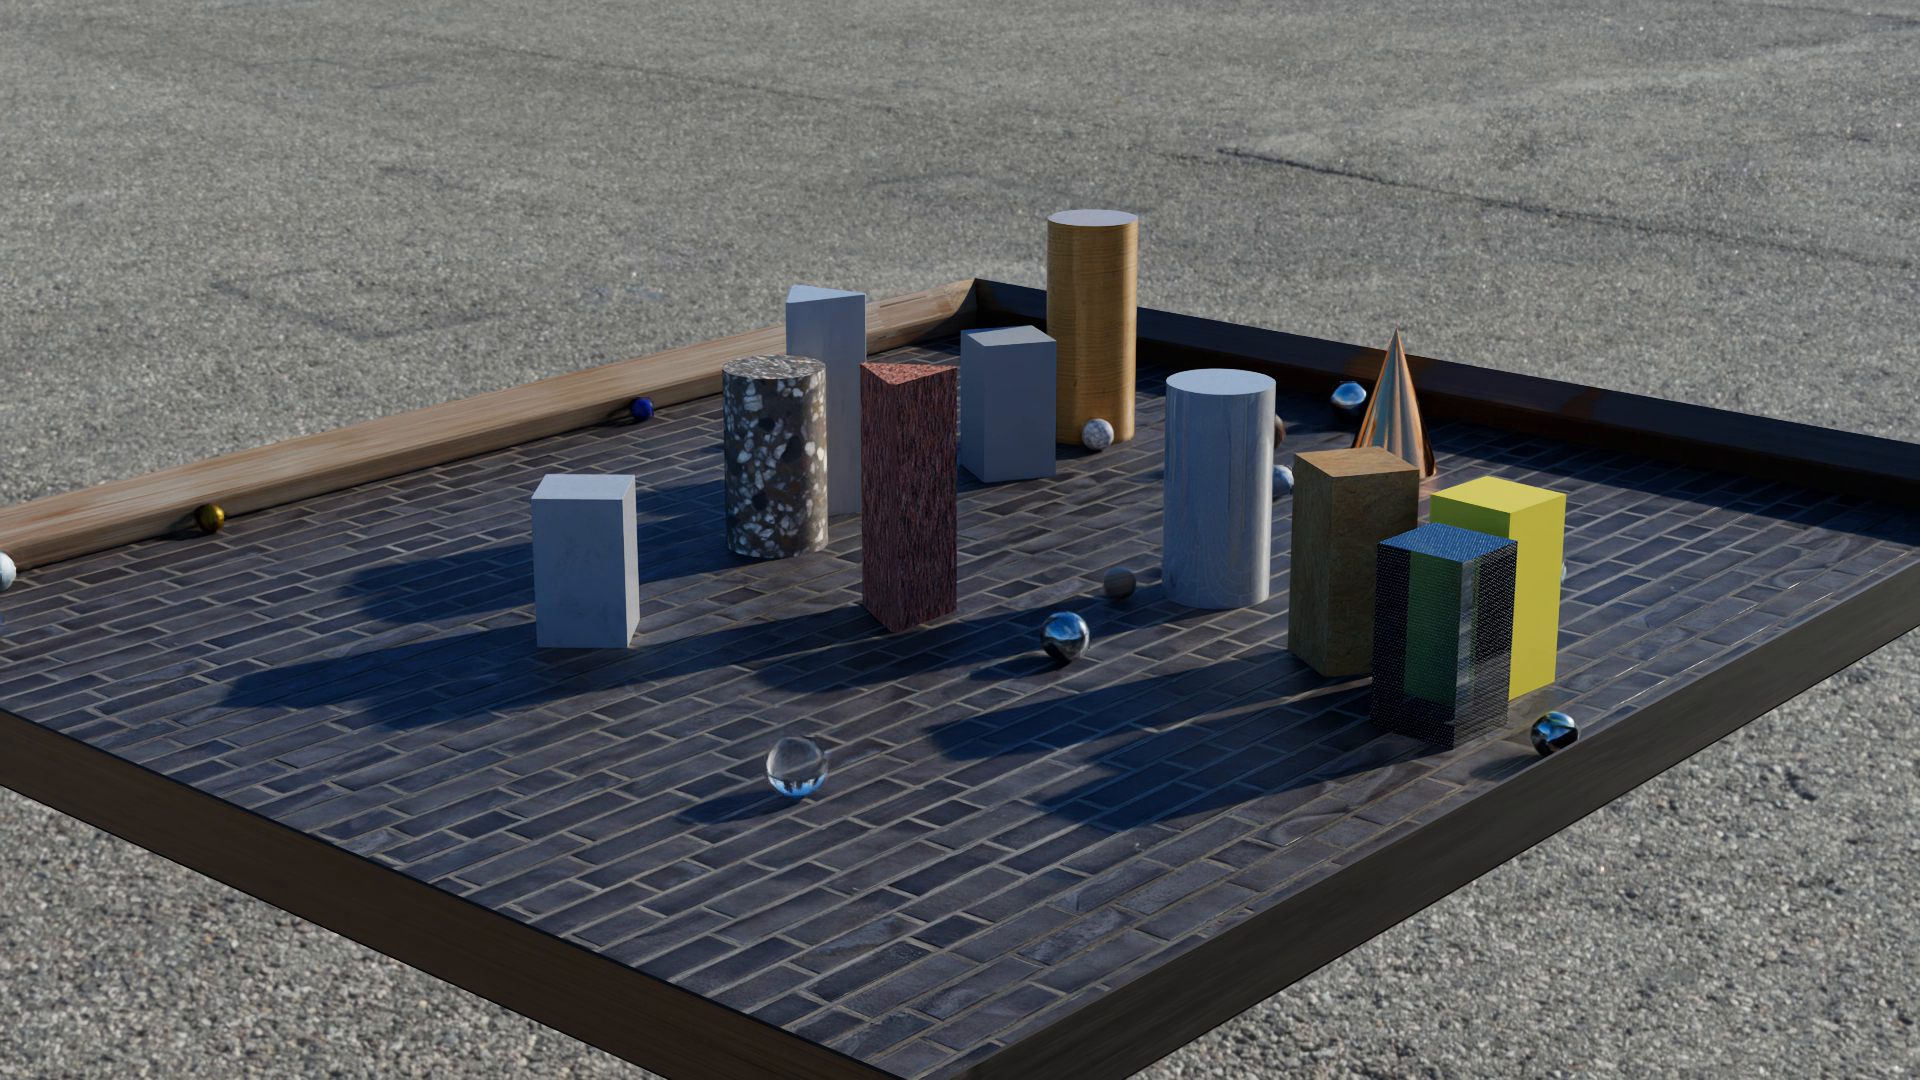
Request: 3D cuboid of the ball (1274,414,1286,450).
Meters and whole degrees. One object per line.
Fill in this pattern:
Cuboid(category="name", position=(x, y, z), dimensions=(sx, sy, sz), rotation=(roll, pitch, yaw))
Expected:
Cuboid(category="ball", position=(0.622, -0.221, 6.010), dimensions=(0.091, 0.091, 0.091), rotation=(0, 17, 0))

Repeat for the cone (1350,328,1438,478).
Cuboid(category="cone", position=(0.869, -0.285, 5.875), dimensions=(0.188, 0.291, 0.188), rotation=(0, 17, 0))

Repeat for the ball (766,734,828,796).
Cuboid(category="ball", position=(-0.234, 0.324, 4.210), dimensions=(0.089, 0.089, 0.089), rotation=(0, 17, 0))

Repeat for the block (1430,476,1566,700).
Cuboid(category="block", position=(0.844, 0.077, 4.643), dimensions=(0.150, 0.311, 0.150), rotation=(-16, 23, -42))

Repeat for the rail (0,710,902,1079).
Cuboid(category="rail", position=(-1.040, 0.377, 3.975), dimensions=(2.700, 0.122, 0.045), rotation=(14, 22, 39))

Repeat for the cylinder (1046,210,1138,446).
Cuboid(category="cylinder", position=(0.274, -0.443, 6.106), dimensions=(0.188, 0.461, 0.188), rotation=(0, 17, 0))

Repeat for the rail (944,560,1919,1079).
Cuboid(category="rail", position=(1.001, 0.282, 4.289), dimensions=(0.045, 0.122, 3.219), rotation=(14, 22, 39))

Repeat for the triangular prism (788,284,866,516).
Cuboid(category="triangular prism", position=(-0.282, -0.267, 5.589), dimensions=(0.163, 0.422, 0.141), rotation=(-9, 19, -27))

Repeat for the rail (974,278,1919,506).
Cuboid(category="rail", position=(1.040, -0.316, 6.267), dimensions=(2.700, 0.122, 0.045), rotation=(14, 22, 39))

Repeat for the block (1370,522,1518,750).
Cuboid(category="block", position=(0.734, 0.143, 4.454), dimensions=(0.150, 0.294, 0.150), rotation=(15, 22, 40))

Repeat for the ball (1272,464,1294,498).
Cuboid(category="ball", position=(0.618, -0.115, 5.708), dimensions=(0.064, 0.064, 0.064), rotation=(0, 17, 0))

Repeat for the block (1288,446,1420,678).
Cuboid(category="block", position=(0.635, 0.034, 4.748), dimensions=(0.150, 0.334, 0.150), rotation=(-5, 18, -17))

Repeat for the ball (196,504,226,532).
Cuboid(category="ball", position=(-1.400, -0.040, 5.478), dimensions=(0.052, 0.052, 0.052), rotation=(0, 17, 0))

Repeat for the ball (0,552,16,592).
Cuboid(category="ball", position=(-1.689, 0.055, 5.121), dimensions=(0.077, 0.077, 0.077), rotation=(0, 17, 0))

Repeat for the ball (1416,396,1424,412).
Cuboid(category="ball", position=(0.968, -0.288, 6.297), dimensions=(0.052, 0.052, 0.052), rotation=(0, 17, 0))

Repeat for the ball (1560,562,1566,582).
Cuboid(category="ball", position=(1.041, 0.055, 5.164), dimensions=(0.052, 0.052, 0.052), rotation=(0, 17, 0))

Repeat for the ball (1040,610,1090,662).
Cuboid(category="ball", position=(0.171, 0.156, 4.778), dimensions=(0.082, 0.082, 0.082), rotation=(0, 17, 0))

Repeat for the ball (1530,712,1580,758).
Cuboid(category="ball", position=(0.884, 0.290, 4.353), dimensions=(0.071, 0.071, 0.071), rotation=(0, 17, 0))

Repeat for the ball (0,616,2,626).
Cuboid(category="ball", position=(-1.629, 0.133, 4.832), dimensions=(0.094, 0.094, 0.094), rotation=(0, 17, 0))

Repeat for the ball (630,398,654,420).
Cuboid(category="ball", position=(-0.681, -0.279, 6.275), dimensions=(0.048, 0.048, 0.048), rotation=(0, 17, 0))

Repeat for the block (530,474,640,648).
Cuboid(category="block", position=(-0.622, 0.034, 4.881), dimensions=(0.150, 0.256, 0.150), rotation=(0, 17, 2))

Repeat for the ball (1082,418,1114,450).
Cuboid(category="ball", position=(0.283, -0.217, 6.039), dimensions=(0.067, 0.067, 0.067), rotation=(0, 17, 0))

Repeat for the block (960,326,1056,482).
Cuboid(category="block", position=(0.096, -0.273, 5.862), dimensions=(0.150, 0.277, 0.150), rotation=(-5, 18, -17))

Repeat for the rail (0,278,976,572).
Cuboid(category="rail", position=(-1.001, -0.221, 5.953), dimensions=(0.045, 0.122, 3.219), rotation=(14, 22, 39))

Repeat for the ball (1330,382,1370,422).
Cuboid(category="ball", position=(0.834, -0.295, 6.263), dimensions=(0.085, 0.085, 0.085), rotation=(0, 17, 0))

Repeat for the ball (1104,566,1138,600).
Cuboid(category="ball", position=(0.279, 0.075, 5.091), dimensions=(0.057, 0.057, 0.057), rotation=(0, 17, 0))

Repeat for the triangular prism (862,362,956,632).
Cuboid(category="triangular prism", position=(-0.112, -0.081, 4.964), dimensions=(0.141, 0.428, 0.163), rotation=(14, 21, 38))

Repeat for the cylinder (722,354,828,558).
Cuboid(category="cylinder", position=(-0.338, -0.155, 5.370), dimensions=(0.188, 0.334, 0.188), rotation=(0, 17, 0))

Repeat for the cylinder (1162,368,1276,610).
Cuboid(category="cylinder", position=(0.447, -0.090, 5.077), dimensions=(0.188, 0.380, 0.188), rotation=(0, 17, 0))
